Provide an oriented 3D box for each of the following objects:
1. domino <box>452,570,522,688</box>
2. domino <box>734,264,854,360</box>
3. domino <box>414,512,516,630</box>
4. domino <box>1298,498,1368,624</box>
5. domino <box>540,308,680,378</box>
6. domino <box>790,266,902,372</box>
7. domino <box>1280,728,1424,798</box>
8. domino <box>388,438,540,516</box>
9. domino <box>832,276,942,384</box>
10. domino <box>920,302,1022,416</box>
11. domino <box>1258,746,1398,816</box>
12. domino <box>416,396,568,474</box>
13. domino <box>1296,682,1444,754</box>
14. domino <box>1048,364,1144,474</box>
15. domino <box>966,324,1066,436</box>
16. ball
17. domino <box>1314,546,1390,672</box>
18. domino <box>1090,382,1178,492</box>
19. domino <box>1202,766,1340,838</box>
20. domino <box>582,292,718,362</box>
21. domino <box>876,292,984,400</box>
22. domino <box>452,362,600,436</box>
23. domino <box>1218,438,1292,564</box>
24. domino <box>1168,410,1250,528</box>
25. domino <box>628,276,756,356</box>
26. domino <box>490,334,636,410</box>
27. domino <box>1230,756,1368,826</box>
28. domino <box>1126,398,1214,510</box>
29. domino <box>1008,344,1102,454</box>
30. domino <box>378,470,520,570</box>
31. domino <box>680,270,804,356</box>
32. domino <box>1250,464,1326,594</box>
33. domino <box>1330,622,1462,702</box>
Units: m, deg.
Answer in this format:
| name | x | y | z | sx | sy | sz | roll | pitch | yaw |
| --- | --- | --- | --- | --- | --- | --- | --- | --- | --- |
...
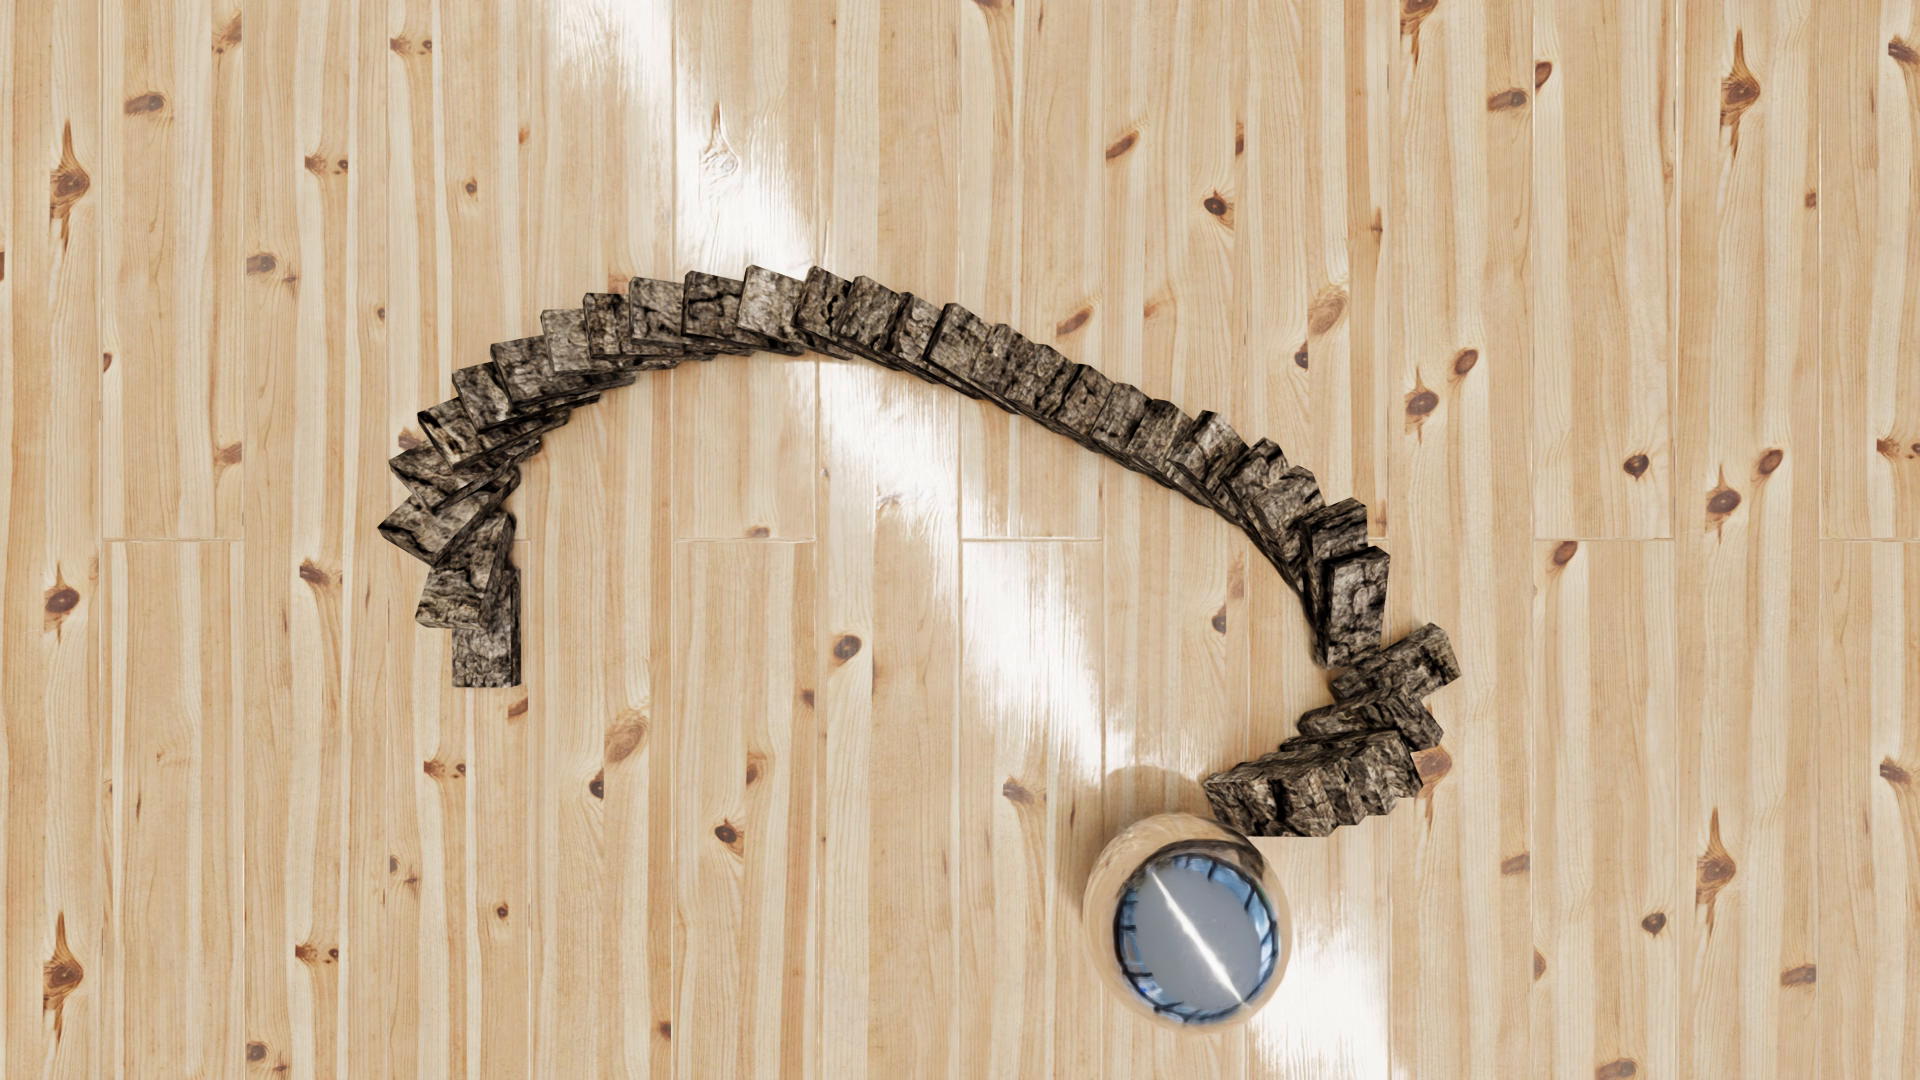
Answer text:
| name | x | y | z | sx | sy | sz | roll | pitch | yaw |
| --- | --- | --- | --- | --- | --- | --- | --- | --- | --- |
| domino | -0.204 | 0.038 | 0.395 | 0.025 | 0.010 | 0.050 | 0 | 90 | 0 |
| domino | -0.067 | -0.094 | 0.384 | 0.050 | 0.009 | 0.025 | 12 | 90 | -29 |
| domino | -0.207 | 0.012 | 0.385 | 0.025 | 0.009 | 0.050 | 3 | 66 | 0 |
| domino | 0.156 | 0.010 | 0.382 | 0.025 | 0.010 | 0.050 | -21 | 120 | -7 |
| domino | -0.146 | -0.083 | 0.383 | 0.050 | 0.009 | 0.025 | -11 | 90 | -32 |
| domino | -0.043 | -0.092 | 0.384 | 0.050 | 0.009 | 0.025 | 19 | 90 | -28 |
| domino | 0.160 | 0.093 | 0.378 | 0.010 | 0.050 | 0.025 | -23 | 90 | -39 |
| domino | -0.205 | -0.035 | 0.382 | 0.025 | 0.009 | 0.050 | 46 | 56 | 1 |
| domino | -0.025 | -0.087 | 0.383 | 0.050 | 0.010 | 0.025 | 22 | 88 | -31 |
| domino | 0.010 | -0.075 | 0.383 | 0.050 | 0.010 | 0.025 | 26 | 87 | -31 |
| domino | 0.150 | 0.100 | 0.378 | 0.010 | 0.050 | 0.025 | -23 | 90 | -39 |
| domino | -0.194 | -0.051 | 0.382 | 0.050 | 0.009 | 0.025 | -35 | 89 | -33 |
| domino | 0.168 | 0.078 | 0.378 | 0.009 | 0.050 | 0.025 | -37 | 90 | -39 |
| domino | 0.063 | -0.050 | 0.383 | 0.050 | 0.010 | 0.025 | 27 | 90 | -31 |
| domino | 0.030 | -0.067 | 0.383 | 0.050 | 0.009 | 0.025 | 27 | 90 | -30 |
| ball | 0.088 | 0.149 | 0.360 | 0.080 | 0.080 | 0.080 | 0 | 90 | 0 |
| domino | 0.163 | 0.029 | 0.382 | 0.025 | 0.010 | 0.050 | -13 | 118 | -10 |
| domino | 0.079 | -0.042 | 0.382 | 0.050 | 0.010 | 0.025 | 27 | 90 | -33 |
| domino | 0.127 | 0.108 | 0.378 | 0.010 | 0.050 | 0.025 | -23 | 90 | -39 |
| domino | -0.129 | -0.088 | 0.382 | 0.050 | 0.010 | 0.025 | -7 | 88 | -32 |
| domino | -0.008 | -0.080 | 0.383 | 0.050 | 0.010 | 0.025 | 22 | 88 | -31 |
| domino | -0.180 | -0.064 | 0.382 | 0.050 | 0.009 | 0.025 | -25 | 88 | -33 |
| domino | 0.130 | -0.016 | 0.383 | 0.025 | 0.009 | 0.050 | -40 | 122 | 0 |
| domino | 0.110 | -0.029 | 0.382 | 0.050 | 0.009 | 0.025 | 38 | 86 | -33 |
| domino | -0.111 | -0.093 | 0.382 | 0.050 | 0.010 | 0.025 | 0 | 86 | -31 |
| domino | -0.165 | -0.073 | 0.382 | 0.050 | 0.009 | 0.025 | -21 | 87 | -33 |
| domino | 0.138 | 0.104 | 0.378 | 0.010 | 0.050 | 0.025 | -23 | 90 | -39 |
| domino | 0.093 | -0.035 | 0.382 | 0.050 | 0.009 | 0.025 | 29 | 89 | -33 |
| domino | 0.046 | -0.058 | 0.383 | 0.050 | 0.009 | 0.025 | 27 | 90 | -31 |
| domino | -0.213 | -0.015 | 0.383 | 0.025 | 0.009 | 0.050 | 31 | 59 | 0 |
| domino | -0.089 | -0.094 | 0.383 | 0.050 | 0.009 | 0.025 | 4 | 89 | -31 |
| domino | 0.141 | -0.004 | 0.382 | 0.025 | 0.010 | 0.050 | -37 | 122 | -2 |
| domino | 0.186 | 0.059 | 0.391 | 0.050 | 0.010 | 0.025 | -31 | 112 | 0 |
